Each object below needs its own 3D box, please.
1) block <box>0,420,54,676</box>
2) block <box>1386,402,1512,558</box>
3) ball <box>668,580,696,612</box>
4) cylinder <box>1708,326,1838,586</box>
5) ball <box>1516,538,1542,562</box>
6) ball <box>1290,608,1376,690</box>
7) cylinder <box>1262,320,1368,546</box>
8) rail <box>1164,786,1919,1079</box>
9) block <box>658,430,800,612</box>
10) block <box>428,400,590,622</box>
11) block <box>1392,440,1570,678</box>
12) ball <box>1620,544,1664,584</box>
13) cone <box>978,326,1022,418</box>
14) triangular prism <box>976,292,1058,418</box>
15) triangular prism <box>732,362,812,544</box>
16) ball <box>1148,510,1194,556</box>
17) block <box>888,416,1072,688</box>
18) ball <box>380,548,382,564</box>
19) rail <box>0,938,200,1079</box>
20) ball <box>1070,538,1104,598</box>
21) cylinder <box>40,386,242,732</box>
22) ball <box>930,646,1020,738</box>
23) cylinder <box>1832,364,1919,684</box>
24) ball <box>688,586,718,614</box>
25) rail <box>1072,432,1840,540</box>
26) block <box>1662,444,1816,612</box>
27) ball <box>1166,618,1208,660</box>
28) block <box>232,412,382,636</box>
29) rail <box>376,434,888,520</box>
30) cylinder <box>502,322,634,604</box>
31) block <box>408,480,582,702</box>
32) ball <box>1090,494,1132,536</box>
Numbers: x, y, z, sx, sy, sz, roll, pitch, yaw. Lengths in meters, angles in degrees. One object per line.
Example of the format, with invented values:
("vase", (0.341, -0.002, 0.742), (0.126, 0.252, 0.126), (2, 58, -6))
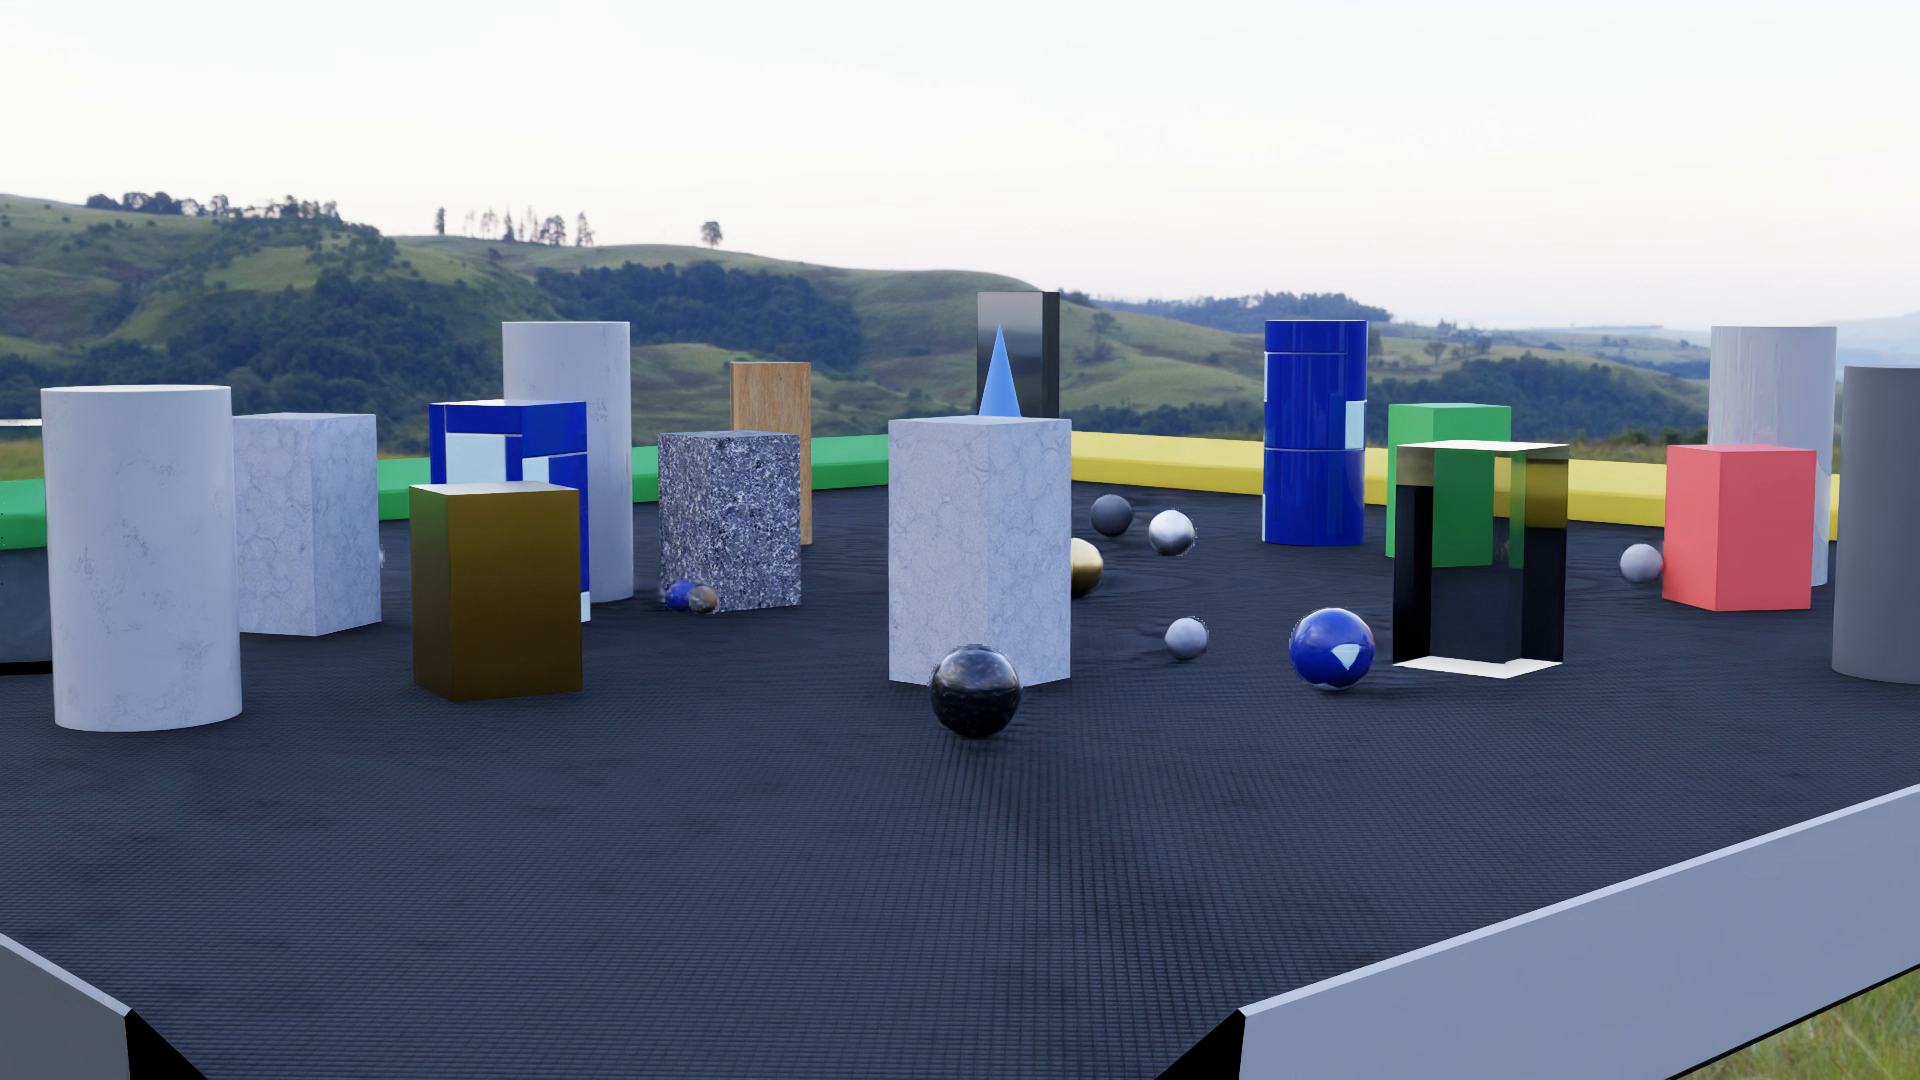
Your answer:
("block", (-1.195, 0.006, 2.740), (0.155, 0.305, 0.155), (-2, 6, -14))
("block", (0.869, -0.103, 3.921), (0.155, 0.275, 0.155), (-2, 6, -18))
("ball", (-0.409, 0.083, 3.242), (0.046, 0.046, 0.046), (0, 6, 0))
("cylinder", (1.329, -0.142, 3.613), (0.194, 0.417, 0.194), (0, 6, 0))
("ball", (1.009, 0.016, 3.900), (0.042, 0.042, 0.042), (0, 6, 0))
("ball", (0.437, 0.128, 2.574), (0.097, 0.097, 0.097), (0, 6, 0))
("cylinder", (0.680, -0.208, 4.215), (0.194, 0.423, 0.194), (0, 6, 0))
("rail", (1.209, 0.170, 2.029), (3.730, 0.126, 0.045), (-5, 8, -42))
("block", (-0.350, -0.032, 3.332), (0.155, 0.257, 0.155), (-5, 7, -37))
("block", (-0.634, -0.037, 3.106), (0.155, 0.314, 0.155), (3, 7, 24))
("block", (0.652, 0.019, 2.755), (0.155, 0.276, 0.155), (5, 8, 41))
("ball", (1.054, 0.037, 3.402), (0.064, 0.064, 0.064), (0, 6, 0))
("cone", (0.063, -0.133, 3.501), (0.194, 0.423, 0.194), (0, 6, 0))
("triangular prism", (0.144, -0.239, 4.249), (0.168, 0.478, 0.146), (5, 8, 40))
("triangular prism", (-0.392, -0.165, 4.178), (0.168, 0.345, 0.146), (-5, 8, -38))
("ball", (0.382, -0.012, 3.974), (0.083, 0.083, 0.083), (0, 6, 0))
("block", (0.024, 0.012, 2.644), (0.155, 0.313, 0.155), (5, 8, 40))
("ball", (-0.997, 0.027, 3.659), (0.070, 0.070, 0.070), (0, 6, 0))
("rail", (-1.353, 0.163, 2.090), (0.045, 0.126, 3.614), (-5, 8, -42))
("ball", (0.176, 0.044, 3.399), (0.092, 0.092, 0.092), (0, 6, 0))
("cylinder", (-0.892, 0.014, 2.402), (0.194, 0.359, 0.194), (0, 6, 0))
("ball", (0.016, 0.159, 2.290), (0.095, 0.095, 0.095), (0, 6, 0))
("cylinder", (1.178, -0.024, 2.689), (0.194, 0.375, 0.194), (0, 6, 0))
("ball", (-0.375, 0.088, 3.213), (0.043, 0.043, 0.043), (0, 6, 0))
("rail", (1.353, -0.097, 4.574), (0.045, 0.126, 3.614), (-5, 8, -42))
("block", (1.178, -0.022, 3.331), (0.155, 0.236, 0.155), (-1, 6, -11))
("ball", (0.289, 0.126, 2.804), (0.053, 0.053, 0.053), (0, 6, 0))
("block", (-0.928, -0.026, 3.088), (0.155, 0.296, 0.155), (2, 6, 19))
("rail", (-1.209, -0.104, 4.635), (3.730, 0.126, 0.045), (-5, 8, -42))
("cylinder", (-0.606, -0.124, 3.406), (0.194, 0.425, 0.194), (0, 6, 0))
("block", (-0.548, 0.056, 2.590), (0.155, 0.237, 0.155), (-3, 7, -30))
("ball", (0.297, -0.048, 4.316), (0.083, 0.083, 0.083), (0, 6, 0))
